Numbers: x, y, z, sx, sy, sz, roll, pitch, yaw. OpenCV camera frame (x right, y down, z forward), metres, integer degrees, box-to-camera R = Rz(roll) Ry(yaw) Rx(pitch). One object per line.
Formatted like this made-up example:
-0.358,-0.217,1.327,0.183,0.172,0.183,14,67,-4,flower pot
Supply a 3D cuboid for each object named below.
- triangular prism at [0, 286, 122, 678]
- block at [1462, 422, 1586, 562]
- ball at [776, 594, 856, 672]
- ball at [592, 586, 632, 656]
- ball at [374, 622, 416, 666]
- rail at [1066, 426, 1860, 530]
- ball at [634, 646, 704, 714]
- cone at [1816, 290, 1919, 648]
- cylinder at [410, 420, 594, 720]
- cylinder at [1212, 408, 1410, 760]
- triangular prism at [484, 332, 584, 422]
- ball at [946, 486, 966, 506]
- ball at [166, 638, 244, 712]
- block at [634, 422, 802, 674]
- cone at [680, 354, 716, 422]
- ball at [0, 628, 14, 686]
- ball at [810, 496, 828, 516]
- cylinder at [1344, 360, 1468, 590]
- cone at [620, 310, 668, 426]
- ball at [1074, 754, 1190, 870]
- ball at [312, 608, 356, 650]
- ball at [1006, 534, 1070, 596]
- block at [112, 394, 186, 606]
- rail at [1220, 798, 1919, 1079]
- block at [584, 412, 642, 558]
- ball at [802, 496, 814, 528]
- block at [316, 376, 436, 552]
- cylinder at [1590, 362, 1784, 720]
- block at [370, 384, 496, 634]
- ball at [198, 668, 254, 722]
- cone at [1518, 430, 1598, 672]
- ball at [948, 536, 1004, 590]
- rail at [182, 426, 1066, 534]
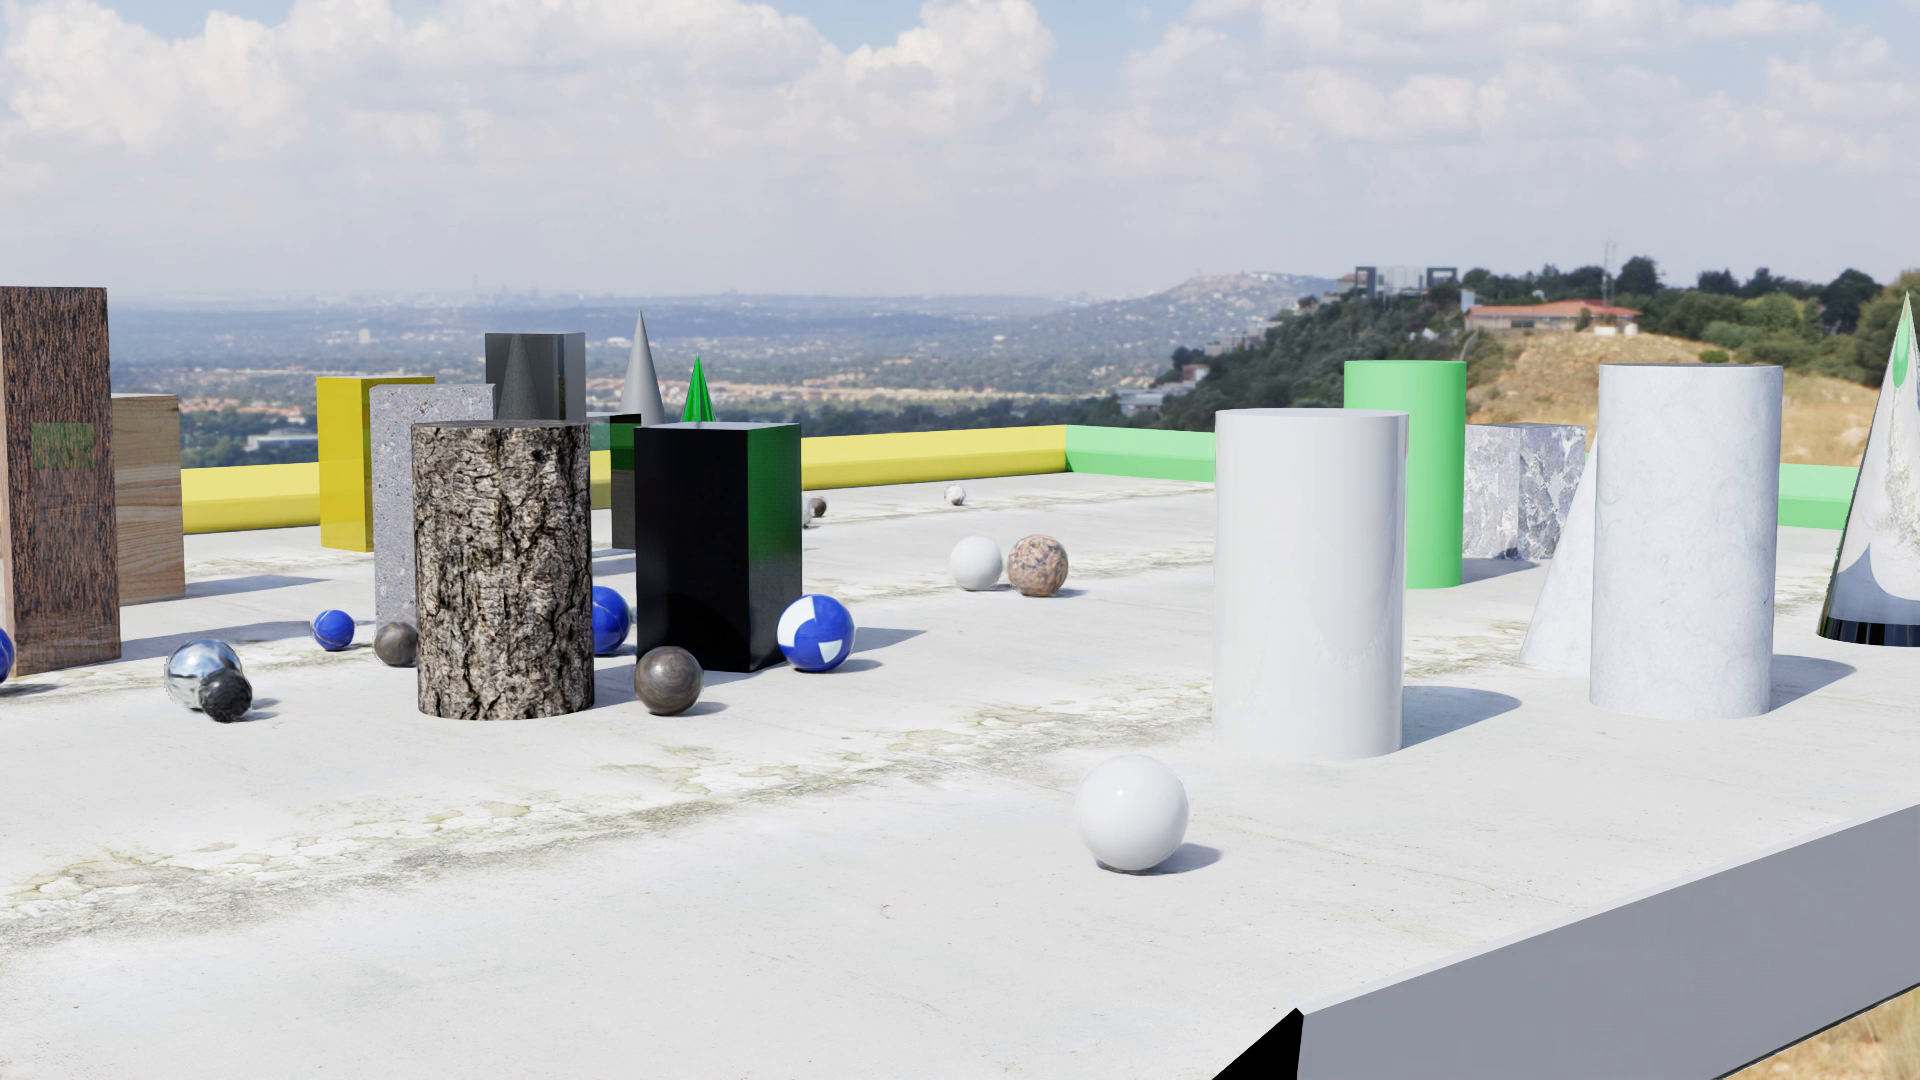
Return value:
-1.137,-0.080,2.758,0.147,0.473,0.169,-4,7,-33,triangular prism
1.020,-0.091,3.997,0.156,0.236,0.156,-3,7,-29,block
-0.177,0.114,2.710,0.097,0.097,0.097,0,6,0,ball
-0.470,0.104,2.844,0.090,0.090,0.090,0,6,0,ball
-0.704,0.130,2.752,0.057,0.057,0.057,0,6,0,ball
1.510,-0.112,4.718,0.045,0.127,3.649,-5,8,-42,rail
-0.322,0.154,2.425,0.077,0.077,0.077,0,6,0,ball
1.274,-0.103,2.981,0.195,0.472,0.195,0,6,0,cone
-0.512,0.028,2.470,0.195,0.318,0.195,0,6,0,cylinder
0.358,0.039,2.257,0.195,0.340,0.195,0,6,0,cylinder
-0.681,-0.145,3.701,0.169,0.406,0.147,4,7,32,triangular prism
-0.009,-0.102,5.017,0.046,0.046,0.046,0,6,0,ball
-0.840,0.150,2.445,0.081,0.081,0.081,0,6,0,ball
-0.304,0.004,2.786,0.156,0.299,0.156,2,6,20,block
-0.457,-0.143,3.849,0.195,0.371,0.195,0,6,0,cone
-1.141,0.135,2.538,0.092,0.092,0.092,0,6,0,ball
-0.308,-0.071,4.740,0.043,0.043,0.043,0,6,0,ball
0.724,-0.111,3.592,0.195,0.360,0.195,0,6,0,cylinder
-0.634,-0.238,4.379,0.195,0.451,0.195,0,6,0,cone
0.137,0.217,1.756,0.092,0.092,0.092,0,6,0,ball
-0.821,0.117,2.883,0.055,0.055,0.055,0,6,0,ball
0.121,0.039,3.423,0.098,0.098,0.098,0,6,0,ball
-1.309,-0.064,3.369,0.156,0.314,0.156,3,7,29,block
1.221,0.171,2.016,4.157,0.127,0.045,-5,8,-42,rail
-0.693,-0.104,4.036,0.156,0.254,0.156,3,7,28,block
-0.333,-0.058,4.486,0.069,0.069,0.069,0,6,0,ball
-1.094,-0.147,4.133,0.156,0.320,0.156,6,8,43,block
0.814,-0.004,2.470,0.195,0.383,0.195,0,6,0,cylinder
-0.705,-0.036,2.967,0.156,0.342,0.156,-1,6,-10,block
-0.798,0.168,2.388,0.057,0.057,0.057,0,6,0,ball
0.811,-0.007,2.783,0.195,0.323,0.195,0,6,0,cone
0.026,0.037,3.494,0.088,0.088,0.088,0,6,0,ball
-1.221,-0.105,4.648,4.157,0.127,0.045,-5,8,-42,rail
